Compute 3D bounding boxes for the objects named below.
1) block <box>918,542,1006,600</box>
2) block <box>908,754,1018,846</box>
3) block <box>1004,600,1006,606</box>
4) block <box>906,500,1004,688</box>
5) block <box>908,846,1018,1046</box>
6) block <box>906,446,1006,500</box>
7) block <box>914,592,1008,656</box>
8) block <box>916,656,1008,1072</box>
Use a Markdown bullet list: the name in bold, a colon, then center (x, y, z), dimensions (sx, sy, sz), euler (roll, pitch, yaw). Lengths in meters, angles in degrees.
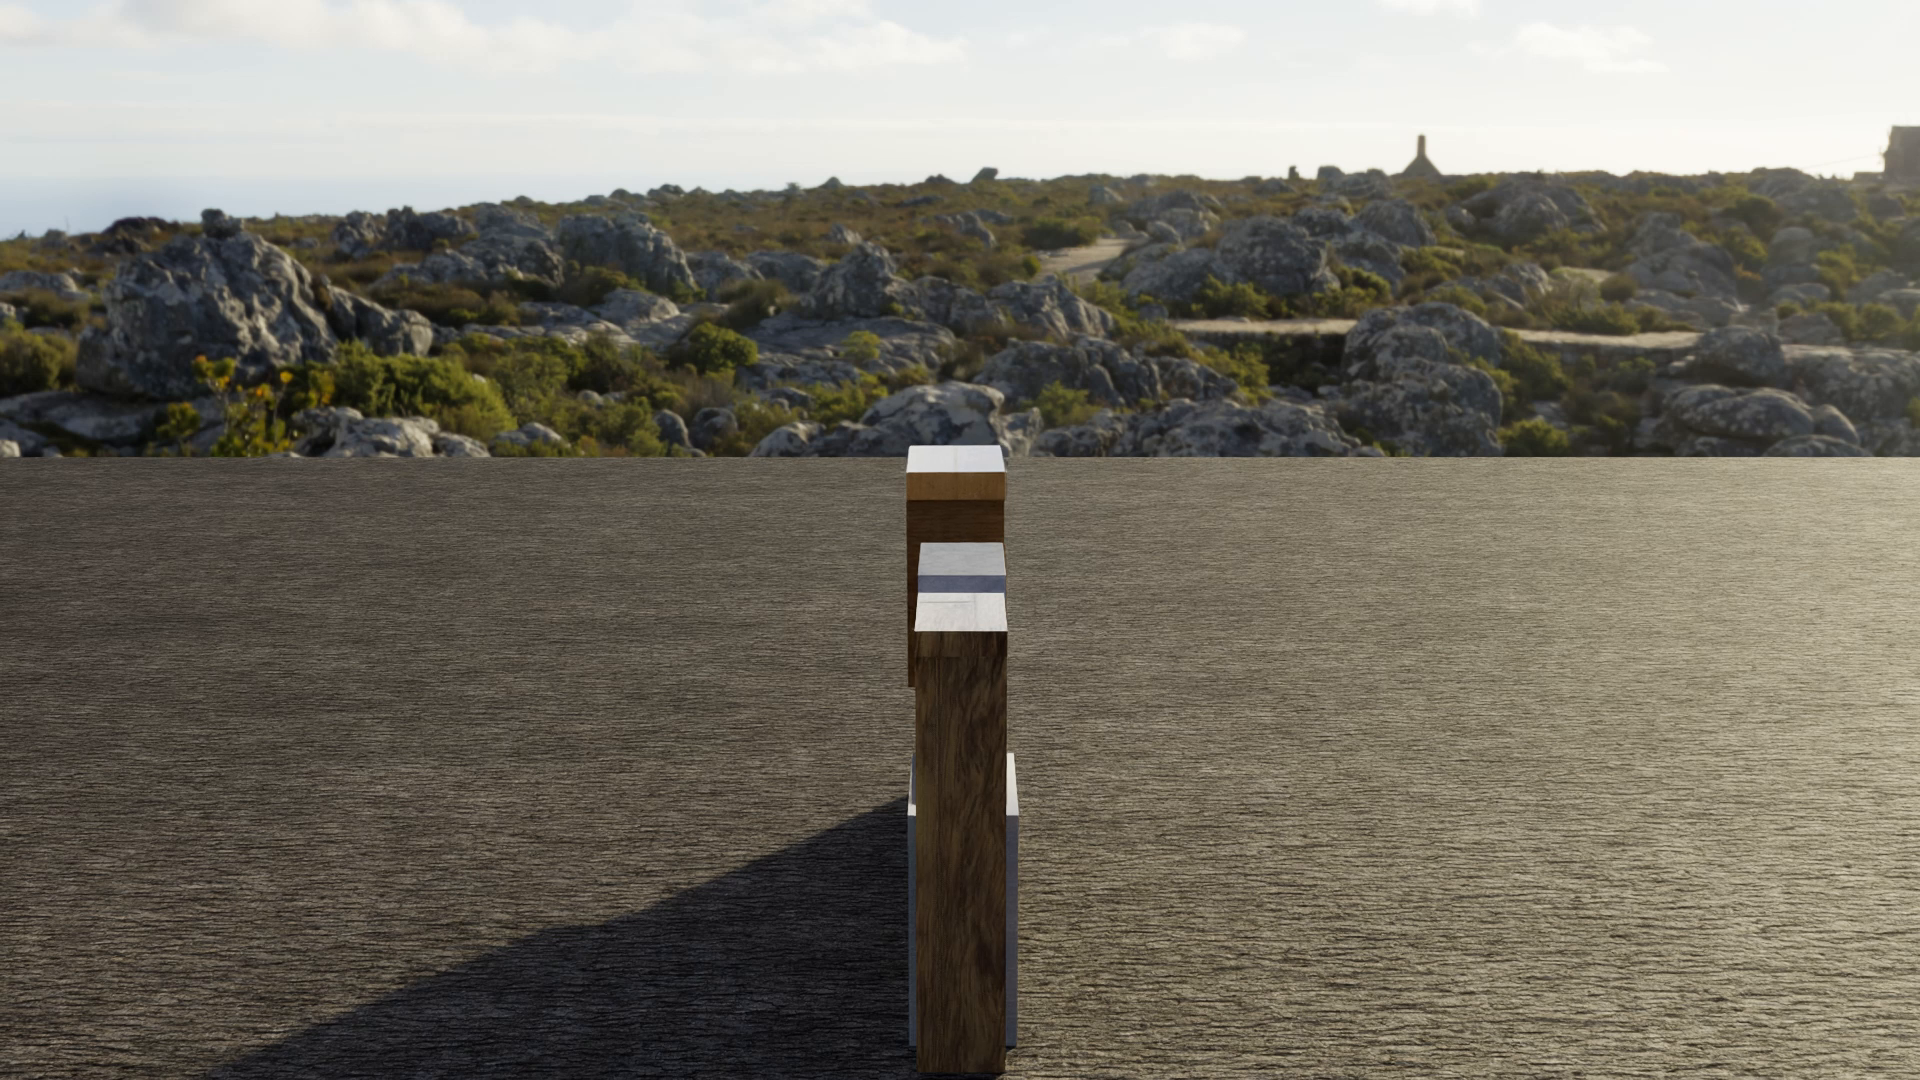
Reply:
- **block**: center (0.003, 0.046, 3.357), dimensions (0.130, 0.037, 0.259), euler (0, 11, 0)
- **block**: center (0.004, 0.365, 3.118), dimensions (0.150, 0.043, 0.301), euler (0, 11, 0)
- **block**: center (0.003, 0.293, 3.315), dimensions (0.130, 0.433, 0.037), euler (0, 11, 0)
- **block**: center (-0.008, 0.091, 4.027), dimensions (0.176, 0.353, 0.050), euler (0, 10, 0)
- **block**: center (0.004, 0.552, 3.051), dimensions (0.150, 0.301, 0.043), euler (0, 11, 0)
- **block**: center (-0.009, -0.128, 4.107), dimensions (0.176, 0.050, 0.353), euler (0, 10, 0)
- **block**: center (0.001, 0.112, 2.957), dimensions (0.120, 0.034, 0.239), euler (0, 11, 0)
- **block**: center (0.001, 0.430, 2.935), dimensions (0.120, 0.583, 0.034), euler (0, 11, 0)
